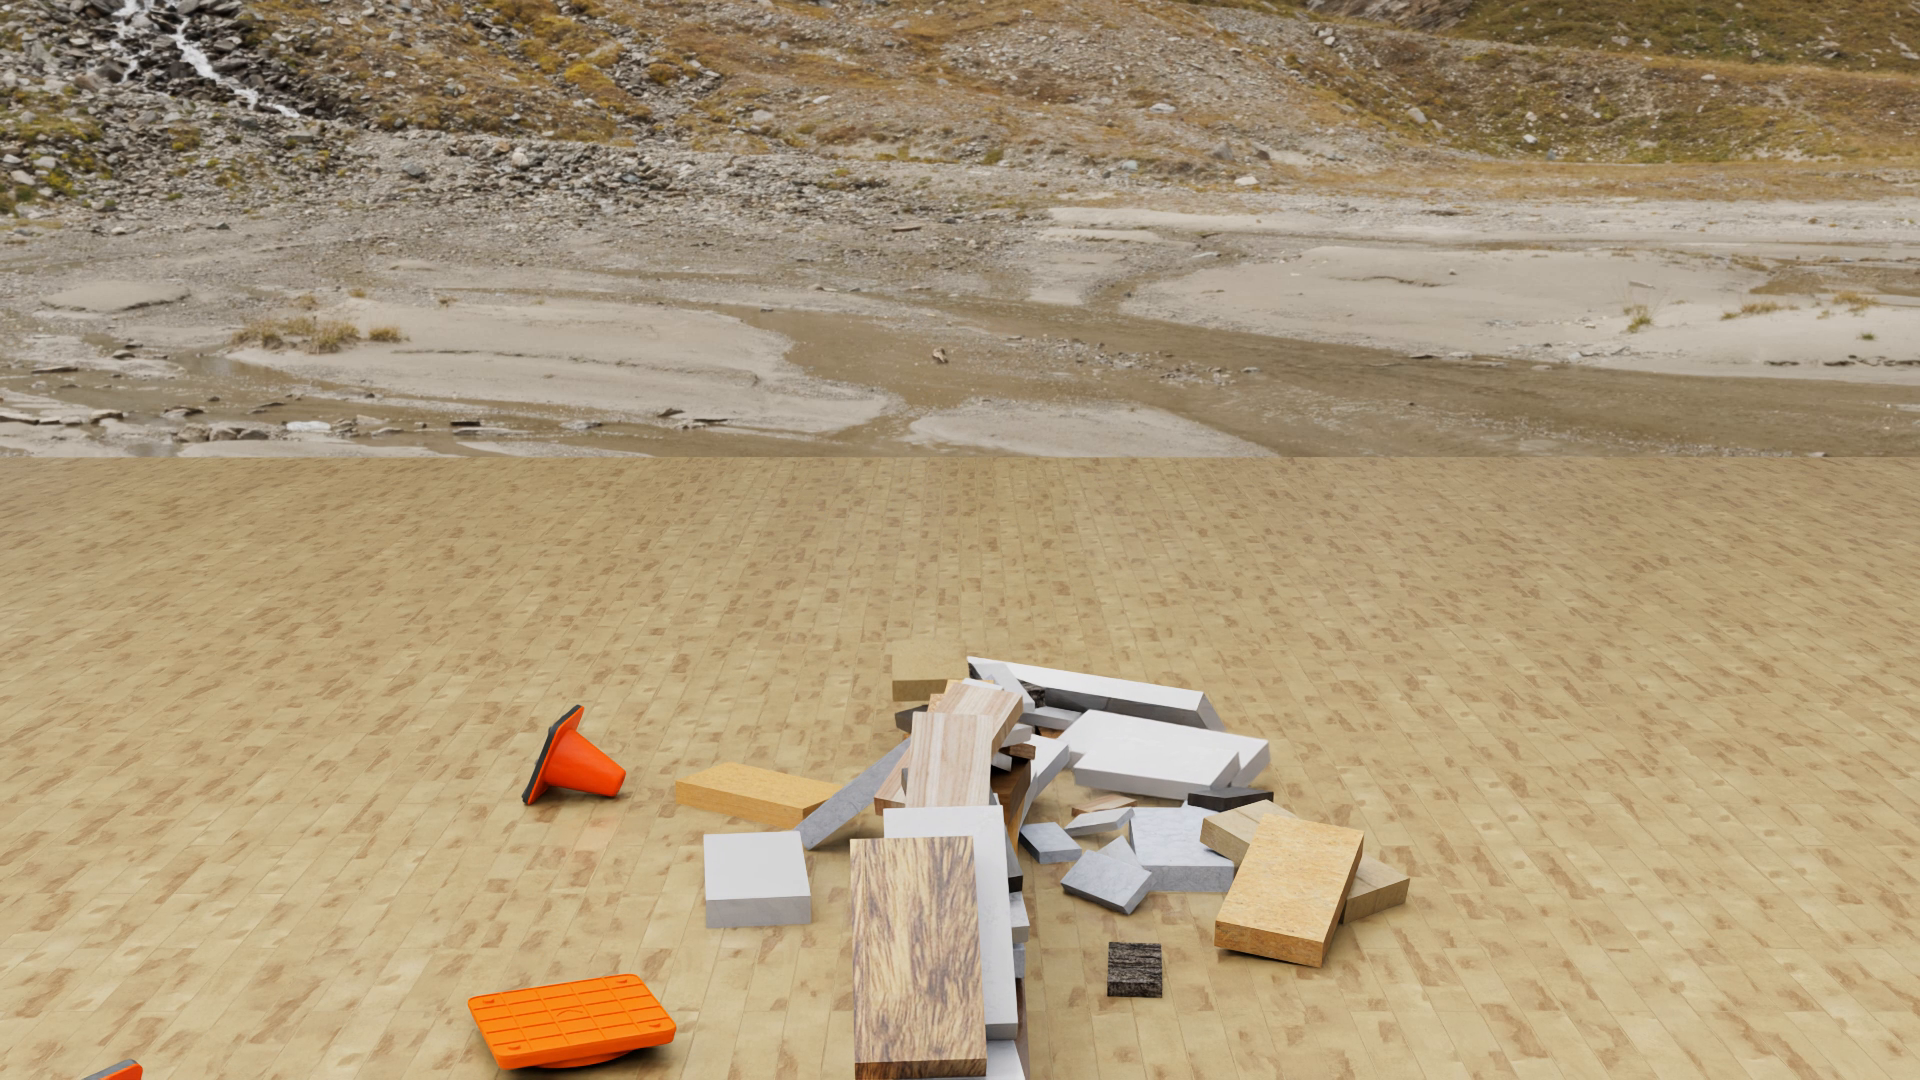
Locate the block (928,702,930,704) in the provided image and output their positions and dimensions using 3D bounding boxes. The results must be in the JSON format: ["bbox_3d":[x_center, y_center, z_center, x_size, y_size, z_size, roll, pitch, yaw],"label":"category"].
[{"bbox_3d":[0.002,0.370,4.564,0.139,0.039,0.278,2,23,4],"label":"block"}]

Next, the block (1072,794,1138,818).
[{"bbox_3d":[0.270,0.500,4.105,0.059,0.017,0.119,10,14,43],"label":"block"}]

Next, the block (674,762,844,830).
[{"bbox_3d":[-0.368,0.481,4.136,0.310,0.044,0.155,7,13,34],"label":"block"}]

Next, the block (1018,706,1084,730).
[{"bbox_3d":[0.207,0.375,4.602,0.167,0.024,0.084,10,10,8],"label":"block"}]

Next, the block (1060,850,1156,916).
[{"bbox_3d":[0.244,0.565,3.635,0.154,0.022,0.077,13,51,49],"label":"block"}]

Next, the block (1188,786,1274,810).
[{"bbox_3d":[0.497,0.474,4.037,0.081,0.023,0.161,3,1,41],"label":"block"}]

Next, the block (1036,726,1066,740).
[{"bbox_3d":[0.208,0.411,4.568,0.084,0.024,0.167,-1,11,-5],"label":"block"}]

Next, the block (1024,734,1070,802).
[{"bbox_3d":[0.074,0.448,4.068,0.141,0.040,0.283,12,32,28],"label":"block"}]

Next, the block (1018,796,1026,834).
[{"bbox_3d":[0.014,0.487,3.798,0.174,0.049,0.348,1,26,7],"label":"block"}]

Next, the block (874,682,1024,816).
[{"bbox_3d":[-0.014,0.322,3.327,0.115,0.033,0.310,9,33,21],"label":"block"}]

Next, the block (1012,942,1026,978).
[{"bbox_3d":[0.004,0.543,3.123,0.145,0.041,0.291,-1,13,-5],"label":"block"}]

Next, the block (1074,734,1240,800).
[{"bbox_3d":[0.375,0.435,4.193,0.283,0.040,0.141,4,24,30],"label":"block"}]

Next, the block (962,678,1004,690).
[{"bbox_3d":[0.009,0.268,3.467,0.068,0.019,0.137,12,34,25],"label":"block"}]

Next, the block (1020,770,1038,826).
[{"bbox_3d":[0.036,0.490,3.893,0.141,0.040,0.283,4,26,15],"label":"block"}]

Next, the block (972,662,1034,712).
[{"bbox_3d":[0.086,0.297,4.435,0.068,0.019,0.316,-2,11,-10],"label":"block"}]

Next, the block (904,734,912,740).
[{"bbox_3d":[-0.019,0.427,4.241,0.103,0.029,0.205,-13,33,-22],"label":"block"}]

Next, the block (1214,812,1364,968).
[{"bbox_3d":[0.528,0.552,3.501,0.167,0.047,0.334,9,26,18],"label":"block"}]

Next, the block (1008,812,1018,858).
[{"bbox_3d":[0.006,0.535,3.579,0.174,0.049,0.348,0,26,1],"label":"block"}]

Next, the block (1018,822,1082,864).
[{"bbox_3d":[0.155,0.536,3.898,0.077,0.022,0.154,-3,11,-15],"label":"block"}]

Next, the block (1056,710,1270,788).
[{"bbox_3d":[0.391,0.421,4.336,0.409,0.045,0.160,7,29,34],"label":"block"}]

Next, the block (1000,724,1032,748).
[{"bbox_3d":[0.044,0.317,3.597,0.087,0.025,0.174,8,4,24],"label":"block"}]

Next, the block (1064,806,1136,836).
[{"bbox_3d":[0.249,0.506,3.945,0.119,0.017,0.059,-15,12,39],"label":"block"}]

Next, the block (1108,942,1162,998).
[{"bbox_3d":[0.263,0.646,3.307,0.081,0.023,0.161,1,11,4],"label":"block"}]

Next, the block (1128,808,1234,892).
[{"bbox_3d":[0.381,0.537,3.832,0.160,0.045,0.320,0,11,2],"label":"block"}]

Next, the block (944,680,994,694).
[{"bbox_3d":[0.006,0.282,3.543,0.077,0.022,0.197,0,25,8],"label":"block"}]

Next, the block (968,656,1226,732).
[{"bbox_3d":[0.232,0.335,4.667,0.673,0.044,0.155,7,-30,33],"label":"block"}]

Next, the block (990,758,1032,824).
[{"bbox_3d":[0.016,0.415,3.692,0.174,0.049,0.348,1,5,7],"label":"block"}]

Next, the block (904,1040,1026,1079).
[{"bbox_3d":[0.010,0.709,2.612,0.161,0.046,0.601,-2,14,-6],"label":"block"}]

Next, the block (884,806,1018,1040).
[{"bbox_3d":[-0.016,0.499,2.883,0.161,0.046,0.322,-1,51,-3],"label":"block"}]

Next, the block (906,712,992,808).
[{"bbox_3d":[-0.016,0.337,3.092,0.115,0.033,0.230,3,41,1],"label":"block"}]

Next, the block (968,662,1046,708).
[{"bbox_3d":[0.034,0.306,4.539,0.139,0.039,0.278,-8,14,-36],"label":"block"}]

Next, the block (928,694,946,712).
[{"bbox_3d":[-0.020,0.290,3.471,0.068,0.019,0.137,0,31,8],"label":"block"}]

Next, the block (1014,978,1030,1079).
[{"bbox_3d":[0.017,0.662,2.948,0.145,0.041,0.291,0,27,-1],"label":"block"}]

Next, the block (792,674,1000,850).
[{"bbox_3d":[-0.107,0.390,3.845,0.426,0.047,0.167,-40,-2,32],"label":"block"}]

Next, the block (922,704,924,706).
[{"bbox_3d":[-0.007,0.408,4.375,0.139,0.039,0.278,0,23,-1],"label":"block"}]

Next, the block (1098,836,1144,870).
[{"bbox_3d":[0.271,0.548,3.675,0.059,0.017,0.119,-34,32,2],"label":"block"}]

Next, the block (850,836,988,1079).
[{"bbox_3d":[-0.056,0.526,2.794,0.161,0.046,0.322,-1,49,-3],"label":"block"}]

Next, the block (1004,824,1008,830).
[{"bbox_3d":[0.000,0.479,3.446,0.137,0.039,0.274,0,5,3],"label":"block"}]

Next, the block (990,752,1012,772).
[{"bbox_3d":[0.023,0.360,3.626,0.087,0.025,0.174,3,-10,15],"label":"block"}]

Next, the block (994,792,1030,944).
[{"bbox_3d":[0.013,0.458,3.053,0.122,0.035,0.244,-5,41,-9],"label":"block"}]

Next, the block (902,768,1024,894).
[{"bbox_3d":[0.001,0.402,3.067,0.115,0.033,0.229,-8,42,-12],"label":"block"}]

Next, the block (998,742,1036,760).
[{"bbox_3d":[0.065,0.354,3.739,0.087,0.025,0.174,2,-8,16],"label":"block"}]

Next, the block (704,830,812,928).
[{"bbox_3d":[-0.343,0.564,3.678,0.167,0.047,0.334,-1,11,-7],"label":"block"}]

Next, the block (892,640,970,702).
[{"bbox_3d":[-0.061,0.267,4.527,0.155,0.044,0.310,-1,12,-1],"label":"block"}]

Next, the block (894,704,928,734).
[{"bbox_3d":[-0.038,0.357,4.273,0.103,0.029,0.205,-14,13,-23],"label":"block"}]

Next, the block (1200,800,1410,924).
[{"bbox_3d":[0.574,0.535,3.681,0.160,0.045,0.320,-9,25,-40],"label":"block"}]

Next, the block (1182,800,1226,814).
[{"bbox_3d":[0.495,0.503,4.073,0.161,0.023,0.081,3,11,14],"label":"block"}]
